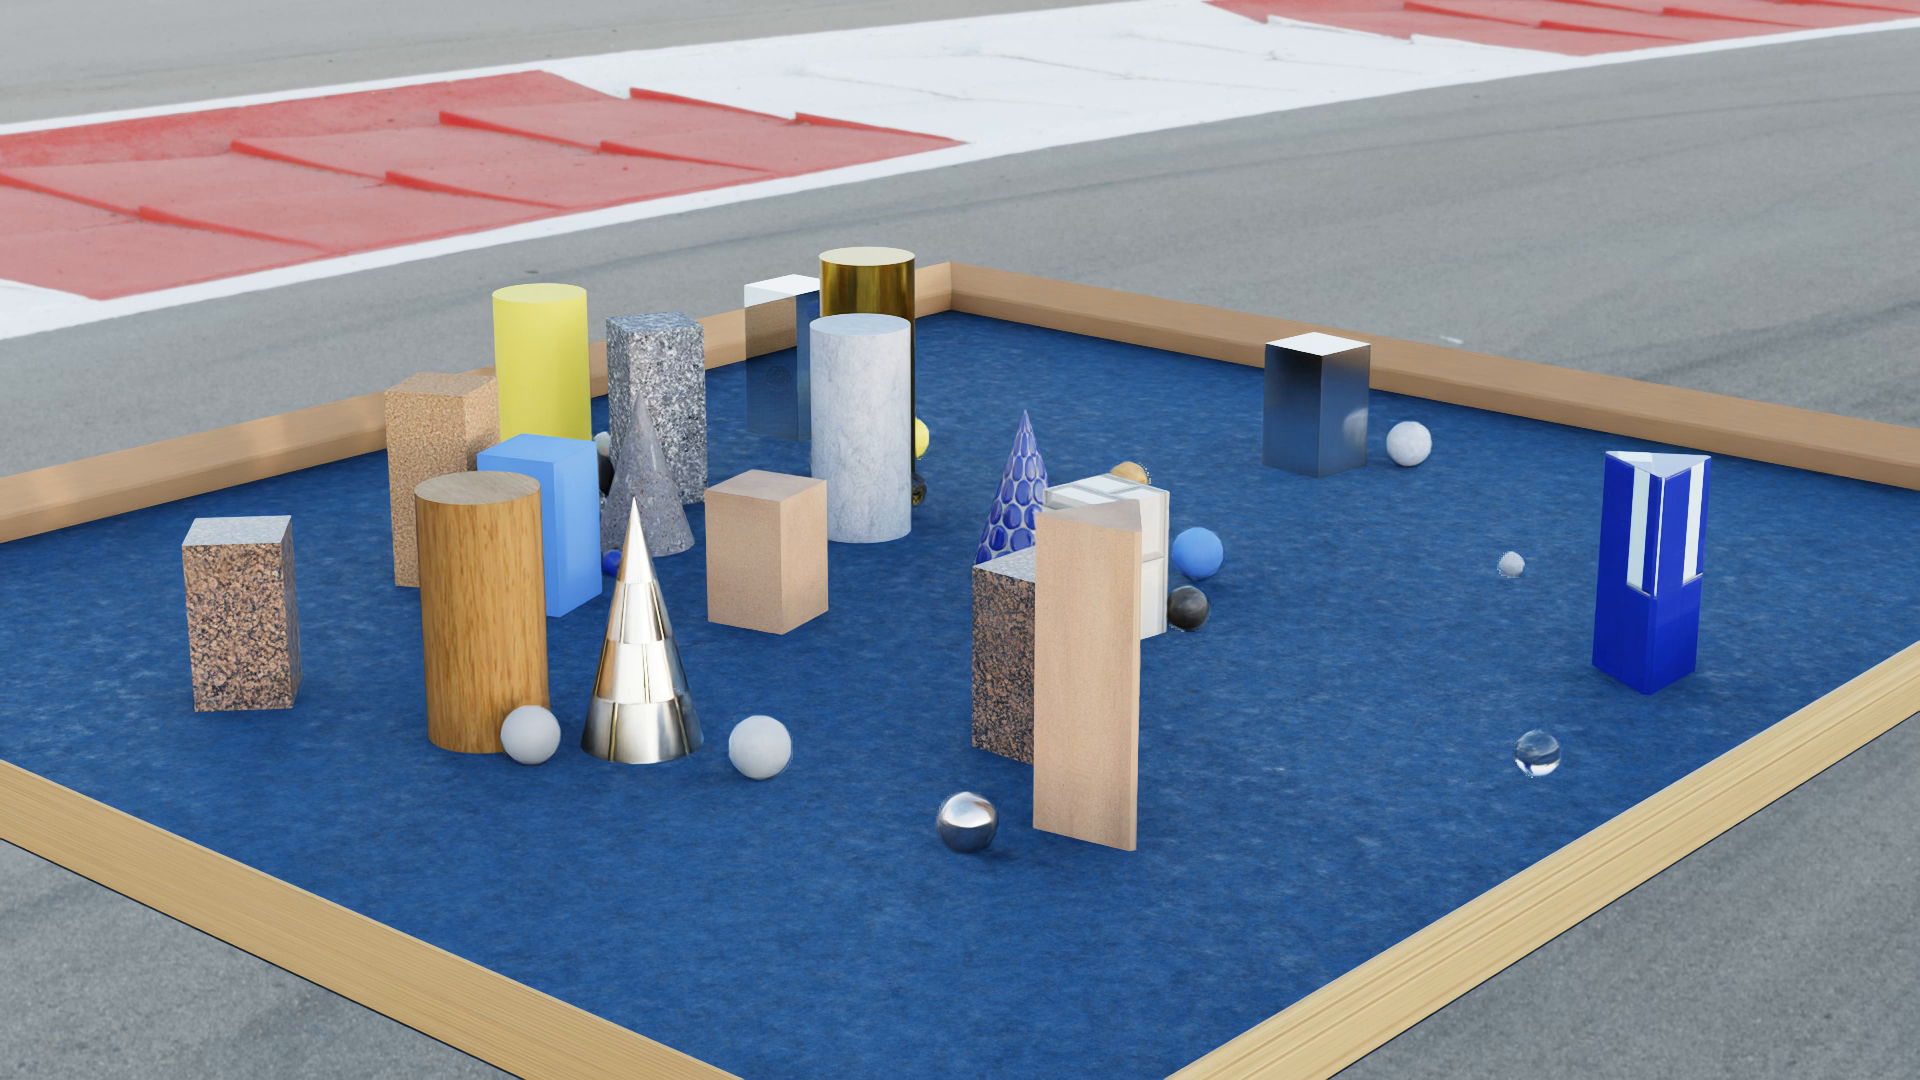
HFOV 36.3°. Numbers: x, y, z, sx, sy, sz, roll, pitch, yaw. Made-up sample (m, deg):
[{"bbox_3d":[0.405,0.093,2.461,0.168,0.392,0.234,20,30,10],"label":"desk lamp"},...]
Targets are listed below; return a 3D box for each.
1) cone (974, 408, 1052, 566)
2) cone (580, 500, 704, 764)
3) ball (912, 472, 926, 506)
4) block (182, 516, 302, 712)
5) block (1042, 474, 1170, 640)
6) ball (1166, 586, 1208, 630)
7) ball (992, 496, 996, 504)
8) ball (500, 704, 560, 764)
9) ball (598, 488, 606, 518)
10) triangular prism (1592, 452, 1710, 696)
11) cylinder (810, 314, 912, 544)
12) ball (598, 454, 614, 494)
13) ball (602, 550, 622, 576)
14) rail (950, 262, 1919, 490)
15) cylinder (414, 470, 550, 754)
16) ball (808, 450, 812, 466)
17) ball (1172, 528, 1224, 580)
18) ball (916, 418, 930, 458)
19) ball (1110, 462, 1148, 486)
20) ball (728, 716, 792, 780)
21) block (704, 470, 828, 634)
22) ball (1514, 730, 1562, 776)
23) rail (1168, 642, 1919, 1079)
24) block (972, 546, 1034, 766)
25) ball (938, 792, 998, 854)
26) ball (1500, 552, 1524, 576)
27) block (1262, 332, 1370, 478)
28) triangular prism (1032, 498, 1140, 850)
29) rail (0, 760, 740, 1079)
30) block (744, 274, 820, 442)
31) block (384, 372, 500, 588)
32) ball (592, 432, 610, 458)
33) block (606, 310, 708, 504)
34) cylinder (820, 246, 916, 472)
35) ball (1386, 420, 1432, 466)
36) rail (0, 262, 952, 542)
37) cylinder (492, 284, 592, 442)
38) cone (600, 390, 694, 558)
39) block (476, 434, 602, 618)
[{"bbox_3d":[0.116,-0.098,5.260,0.186,0.288,0.186,0,17,0],"label":"cone"},{"bbox_3d":[-0.480,0.120,4.371,0.186,0.385,0.186,0,17,0],"label":"cone"},{"bbox_3d":[-0.098,-0.098,5.638,0.069,0.069,0.069,0,17,0],"label":"ball"},{"bbox_3d":[-1.122,0.114,4.590,0.148,0.270,0.148,-2,17,-6],"label":"block"},{"bbox_3d":[0.242,0.035,4.893,0.148,0.245,0.148,-14,22,-39],"label":"block"},{"bbox_3d":[0.381,0.114,4.925,0.073,0.073,0.073,0,17,0],"label":"ball"},{"bbox_3d":[0.087,-0.068,5.571,0.050,0.050,0.050,0,17,0],"label":"ball"},{"bbox_3d":[-0.634,0.287,4.332,0.088,0.088,0.088,0,17,0],"label":"ball"},{"bbox_3d":[-0.700,-0.068,5.542,0.067,0.067,0.067,0,17,0],"label":"ball"},{"bbox_3d":[1.082,0.043,4.673,0.139,0.357,0.161,14,22,38],"label":"triangular prism"},{"bbox_3d":[-0.184,-0.209,5.444,0.186,0.392,0.186,0,17,0],"label":"cylinder"},{"bbox_3d":[-0.713,-0.126,5.707,0.083,0.083,0.083,0,17,0],"label":"ball"},{"bbox_3d":[-0.615,0.042,5.211,0.049,0.049,0.049,0,17,0],"label":"ball"},{"bbox_3d":[1.113,-0.341,6.348,3.055,0.121,0.045,14,22,39],"label":"rail"},{"bbox_3d":[-0.717,0.107,4.411,0.186,0.387,0.186,0,17,0],"label":"cylinder"},{"bbox_3d":[-0.274,-0.166,5.878,0.059,0.059,0.059,0,17,0],"label":"ball"},{"bbox_3d":[0.421,0.024,5.195,0.092,0.092,0.092,0,17,0],"label":"ball"},{"bbox_3d":[-0.105,-0.207,5.969,0.086,0.086,0.086,0,17,0],"label":"ball"},{"bbox_3d":[0.325,-0.113,5.672,0.077,0.077,0.077,0,17,0],"label":"ball"},{"bbox_3d":[-0.292,0.302,4.274,0.093,0.093,0.093,0,17,0],"label":"ball"},{"bbox_3d":[-0.327,0.018,4.970,0.148,0.232,0.148,9,19,27],"label":"block"},{"bbox_3d":[0.844,0.312,4.285,0.068,0.068,0.068,0,17,0],"label":"ball"},{"bbox_3d":[1.136,0.316,4.177,0.045,0.121,3.443,14,22,39],"label":"rail"},{"bbox_3d":[0.123,0.173,4.373,0.148,0.283,0.148,14,22,39],"label":"block"},{"bbox_3d":[0.011,0.386,4.011,0.084,0.084,0.084,0,17,0],"label":"ball"},{"bbox_3d":[0.981,0.043,5.215,0.043,0.043,0.043,0,17,0],"label":"ball"},{"bbox_3d":[0.716,-0.272,5.899,0.148,0.251,0.148,-15,22,-40],"label":"block"},{"bbox_3d":[0.207,0.179,4.054,0.161,0.456,0.139,10,20,31],"label":"triangular prism"},{"bbox_3d":[-1.113,0.401,3.894,3.055,0.121,0.045,14,22,39],"label":"rail"},{"bbox_3d":[-0.345,-0.383,6.158,0.148,0.313,0.148,14,22,38],"label":"block"},{"bbox_3d":[-0.905,-0.104,5.168,0.148,0.352,0.148,4,17,14],"label":"block"},{"bbox_3d":[-0.726,-0.194,5.982,0.053,0.053,0.053,0,17,0],"label":"ball"},{"bbox_3d":[-0.585,-0.252,5.665,0.148,0.347,0.148,-7,18,-22],"label":"block"},{"bbox_3d":[-0.180,-0.331,5.737,0.186,0.457,0.186,0,17,0],"label":"cylinder"},{"bbox_3d":[0.907,-0.195,5.919,0.092,0.092,0.092,0,17,0],"label":"ball"},{"bbox_3d":[-1.136,-0.255,6.065,0.045,0.121,3.443,14,22,39],"label":"rail"},{"bbox_3d":[-0.834,-0.319,5.868,0.186,0.358,0.186,0,17,0],"label":"cylinder"},{"bbox_3d":[-0.583,-0.136,5.371,0.186,0.295,0.186,0,17,0],"label":"cone"},{"bbox_3d":[-0.723,-0.027,5.050,0.148,0.273,0.148,7,18,21],"label":"block"}]
